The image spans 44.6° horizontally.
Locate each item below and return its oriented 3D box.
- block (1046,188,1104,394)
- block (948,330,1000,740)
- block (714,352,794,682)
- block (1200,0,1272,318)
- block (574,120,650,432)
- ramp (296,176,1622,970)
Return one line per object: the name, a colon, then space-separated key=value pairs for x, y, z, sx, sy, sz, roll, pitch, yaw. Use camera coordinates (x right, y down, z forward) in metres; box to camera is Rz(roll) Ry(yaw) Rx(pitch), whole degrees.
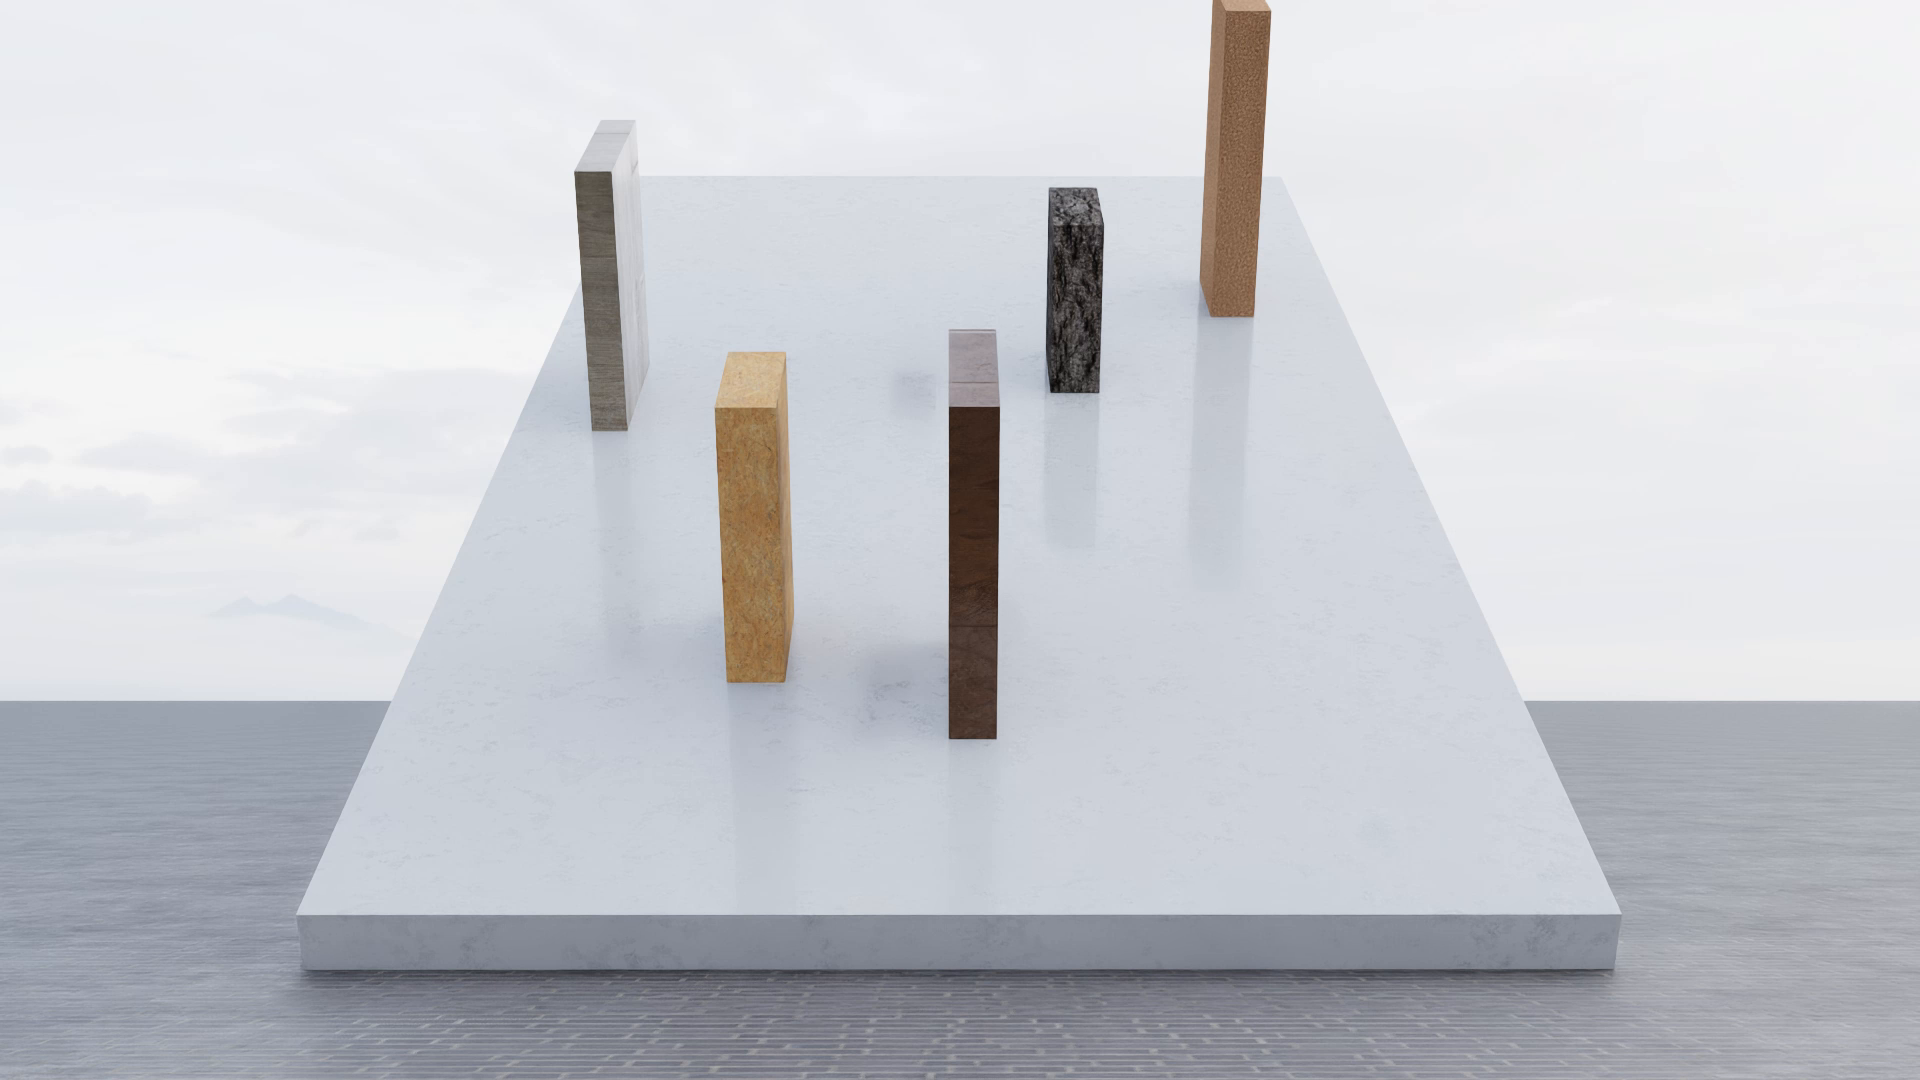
block: x=0.270 y=-0.595 z=5.548 sx=0.115 sy=0.409 sz=0.306 roll=0 pitch=25 yaw=0
block: x=0.022 y=-0.013 z=4.047 sx=0.083 sy=0.612 sz=0.368 roll=0 pitch=25 yaw=0
block: x=-0.366 y=-0.042 z=4.206 sx=0.105 sy=0.529 sz=0.274 roll=0 pitch=25 yaw=0
block: x=0.697 y=-0.989 z=5.959 sx=0.110 sy=0.782 sz=0.306 roll=0 pitch=25 yaw=0
block: x=-0.790 y=-0.609 z=5.344 sx=0.081 sy=0.602 sz=0.432 roll=0 pitch=25 yaw=0
ramp: x=-0.009 y=-0.229 z=5.362 sx=2.000 sy=0.100 sz=4.000 roll=0 pitch=25 yaw=0
